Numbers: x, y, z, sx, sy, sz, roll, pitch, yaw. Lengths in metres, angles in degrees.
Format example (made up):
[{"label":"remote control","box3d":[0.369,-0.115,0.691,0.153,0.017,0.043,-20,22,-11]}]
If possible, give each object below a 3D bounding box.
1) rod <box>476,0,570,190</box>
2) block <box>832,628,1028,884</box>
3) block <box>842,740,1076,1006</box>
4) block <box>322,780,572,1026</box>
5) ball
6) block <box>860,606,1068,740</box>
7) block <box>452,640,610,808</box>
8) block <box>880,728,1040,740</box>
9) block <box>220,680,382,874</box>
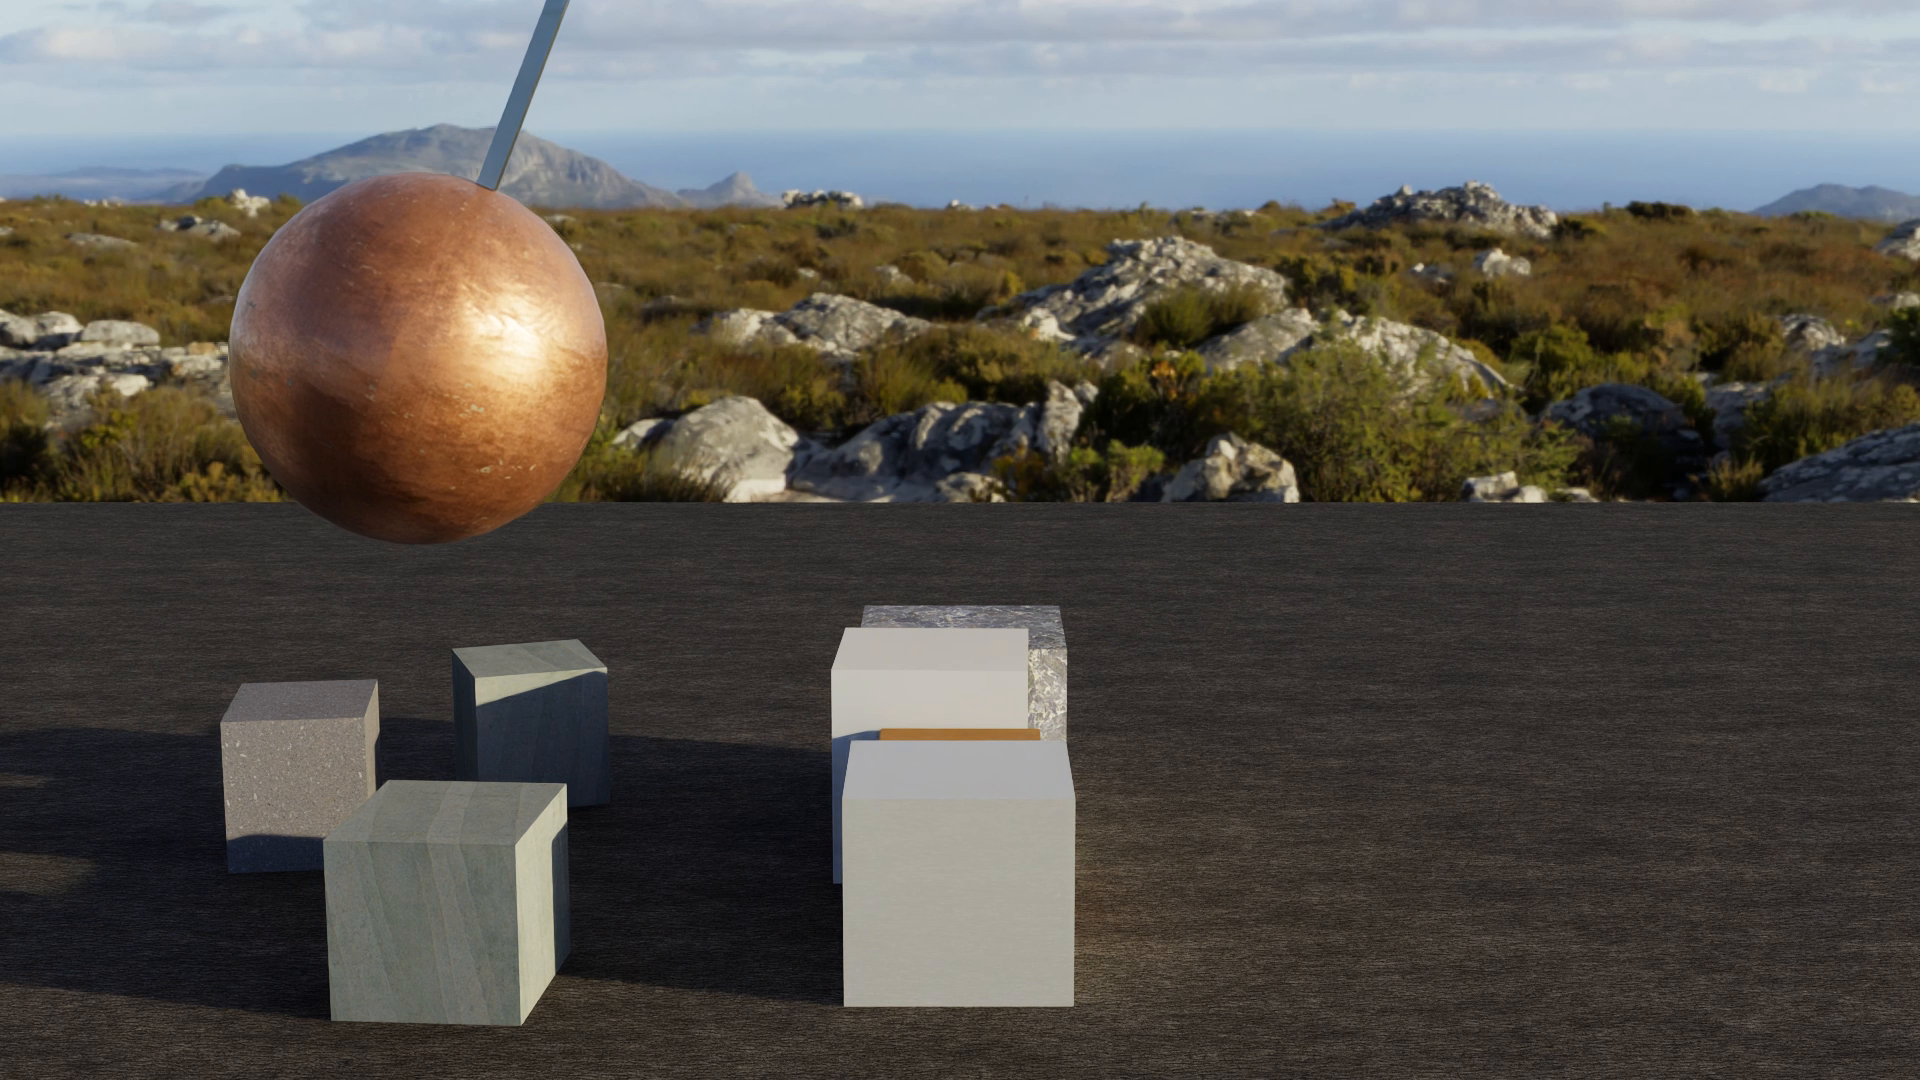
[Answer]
[{"label":"rod","box3d":[-1.006,-3.862,10.478,0.080,5.200,0.080,22,10,-4]},{"label":"block","box3d":[-0.120,0.960,11.595,0.850,0.962,0.866,0,10,2]},{"label":"block","box3d":[-0.005,1.299,10.130,0.876,0.820,0.854,0,10,0]},{"label":"block","box3d":[-1.969,1.390,9.956,0.724,0.702,0.835,1,10,4]},{"label":"ball","box3d":[-2.321,-0.777,11.039,1.600,1.600,1.600,0,10,0]},{"label":"block","box3d":[0.009,0.842,12.541,0.981,0.856,1.007,0,10,0]},{"label":"block","box3d":[-2.119,0.913,12.647,0.636,0.679,0.672,-4,11,-20]},{"label":"block","box3d":[0.000,1.221,10.871,0.687,0.708,0.627,0,10,0]},{"label":"block","box3d":[-2.999,1.069,11.747,0.619,0.693,0.738,-1,10,-8]}]
